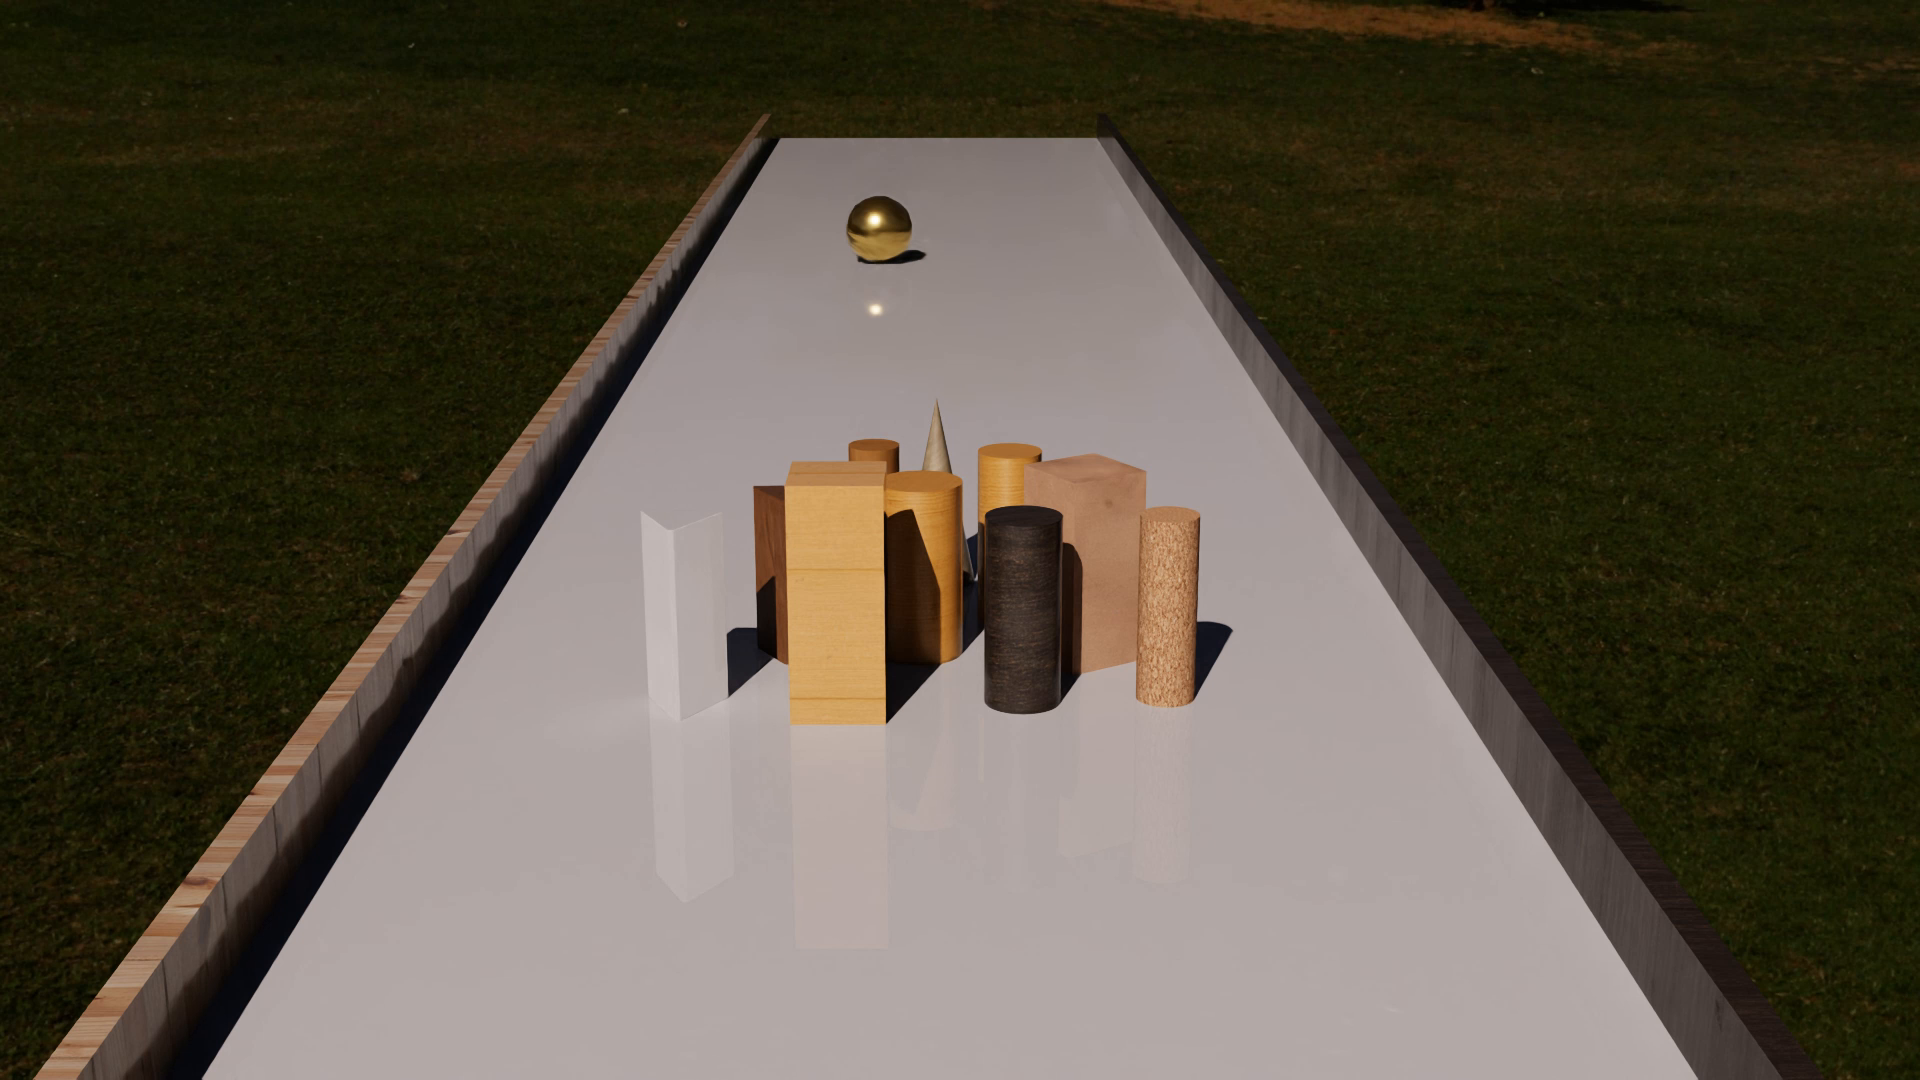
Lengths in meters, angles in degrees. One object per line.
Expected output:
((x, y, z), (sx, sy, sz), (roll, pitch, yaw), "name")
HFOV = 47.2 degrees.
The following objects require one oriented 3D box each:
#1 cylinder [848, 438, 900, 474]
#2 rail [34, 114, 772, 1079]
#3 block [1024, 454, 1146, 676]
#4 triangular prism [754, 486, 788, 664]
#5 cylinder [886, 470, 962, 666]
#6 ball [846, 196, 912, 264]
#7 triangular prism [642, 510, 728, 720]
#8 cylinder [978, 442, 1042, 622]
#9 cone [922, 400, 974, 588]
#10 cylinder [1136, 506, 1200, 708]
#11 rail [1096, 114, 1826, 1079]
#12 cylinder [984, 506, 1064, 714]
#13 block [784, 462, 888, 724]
((-0.179, -0.017, 4.620), (0.106, 0.378, 0.106), (0, 17, 0), "cylinder")
((-1.118, -0.838, 7.780), (0.050, 0.150, 12.000), (0, 17, -1), "rail")
((0.246, 0.046, 4.385), (0.173, 0.392, 0.173), (-10, 20, -31), "block")
((-0.333, 0.062, 4.419), (0.107, 0.341, 0.124), (-10, 19, -31), "triangular prism")
((-0.079, 0.055, 4.415), (0.169, 0.358, 0.169), (0, 17, 0), "cylinder")
((-0.331, -1.276, 9.037), (0.273, 0.273, 0.273), (0, 17, 0), "ball")
((-0.540, 0.132, 4.134), (0.131, 0.370, 0.151), (10, 19, 31), "triangular prism")
((0.104, -0.011, 4.624), (0.134, 0.364, 0.134), (0, 17, 0), "cylinder")
((-0.051, -0.112, 4.870), (0.169, 0.418, 0.169), (0, 17, 0), "cone")
((0.393, 0.126, 4.163), (0.113, 0.364, 0.113), (0, 17, 0), "cylinder")
((0.932, -0.844, 7.801), (0.050, 0.150, 12.000), (0, 17, -1), "rail")
((0.119, 0.131, 4.143), (0.146, 0.367, 0.146), (0, 17, 0), "cylinder")
((-0.226, 0.098, 4.094), (0.177, 0.458, 0.177), (0, 17, 0), "block")
